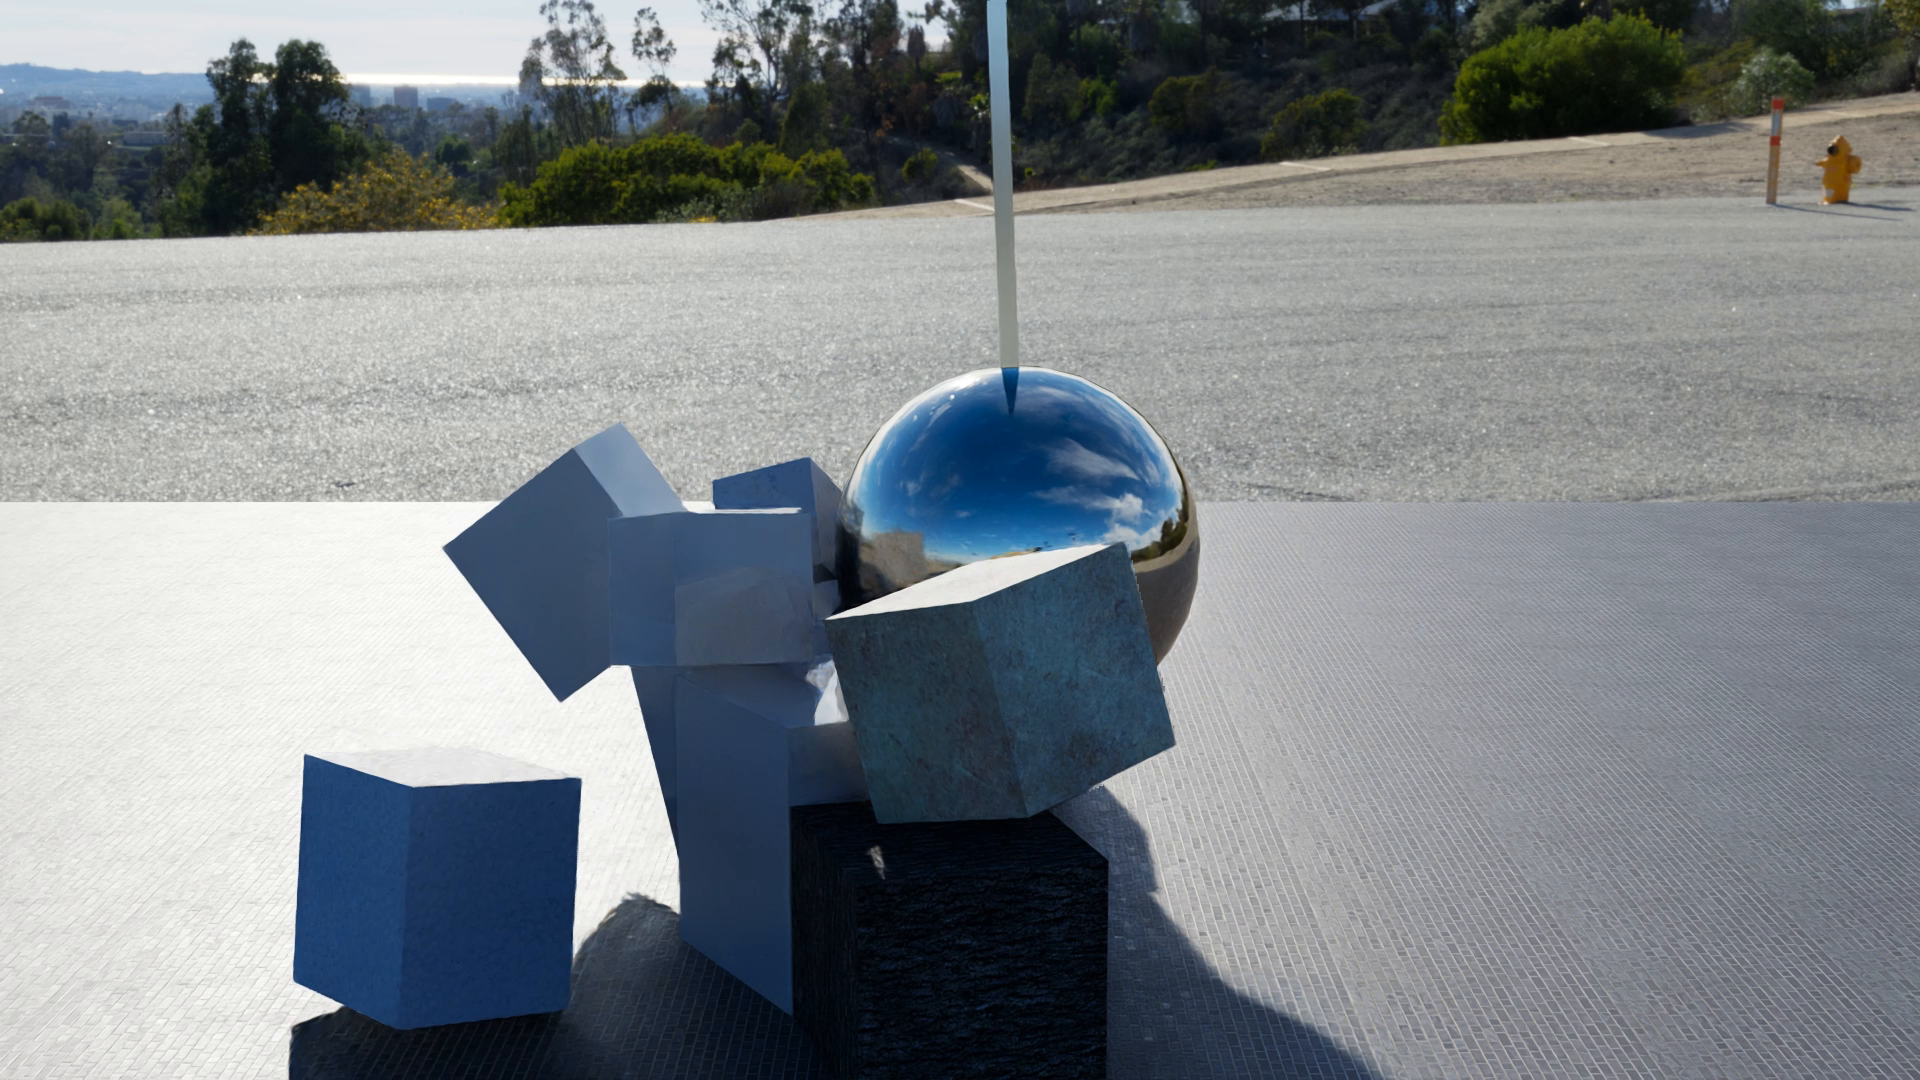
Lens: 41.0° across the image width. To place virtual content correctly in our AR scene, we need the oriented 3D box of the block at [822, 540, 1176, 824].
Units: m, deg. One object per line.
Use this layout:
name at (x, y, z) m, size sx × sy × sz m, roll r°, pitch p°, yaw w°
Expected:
block at (0.147, 0.516, 9.286) m, size 0.776 × 0.771 × 0.814 m, roll -9°, pitch 8°, yaw 46°

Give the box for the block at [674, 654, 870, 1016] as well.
block at (-0.482, 1.125, 10.247) m, size 0.951 × 1.119 × 1.027 m, roll -6°, pitch 12°, yaw -29°

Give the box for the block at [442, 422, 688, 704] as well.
block at (-1.719, 0.088, 11.960) m, size 0.782 × 0.887 × 0.847 m, roll -36°, pitch 4°, yaw 12°

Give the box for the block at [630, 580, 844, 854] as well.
block at (-0.818, 0.839, 11.543) m, size 0.892 × 1.045 × 1.023 m, roll -12°, pitch 9°, yaw 9°

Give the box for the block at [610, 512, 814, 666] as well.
block at (-1.007, 0.200, 10.349) m, size 0.603 × 0.592 × 0.613 m, roll 0°, pitch -2°, yaw -31°

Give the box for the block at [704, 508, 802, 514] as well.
block at (-0.979, 0.111, 11.375) m, size 0.467 × 0.412 × 0.466 m, roll -1°, pitch 12°, yaw 17°

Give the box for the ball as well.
ball at (0.249, 0.039, 11.187) m, size 1.600 × 1.600 × 1.600 m, roll 0°, pitch 10°, yaw 0°

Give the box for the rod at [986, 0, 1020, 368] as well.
rod at (0.108, -3.303, 10.580) m, size 0.080 × 5.200 × 0.080 m, roll -2°, pitch 10°, yaw 0°

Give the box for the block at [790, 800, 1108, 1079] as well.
block at (-0.057, 1.454, 9.281) m, size 0.900 × 0.819 × 0.967 m, roll -3°, pitch 11°, yaw -17°

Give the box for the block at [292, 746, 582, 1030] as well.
block at (-1.975, 1.283, 9.666) m, size 0.713 × 0.875 × 0.831 m, roll 1°, pitch 4°, yaw -41°

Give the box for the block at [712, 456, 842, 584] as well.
block at (-0.819, 0.011, 12.142) m, size 0.493 × 0.549 × 0.552 m, roll -13°, pitch -24°, yaw 13°
